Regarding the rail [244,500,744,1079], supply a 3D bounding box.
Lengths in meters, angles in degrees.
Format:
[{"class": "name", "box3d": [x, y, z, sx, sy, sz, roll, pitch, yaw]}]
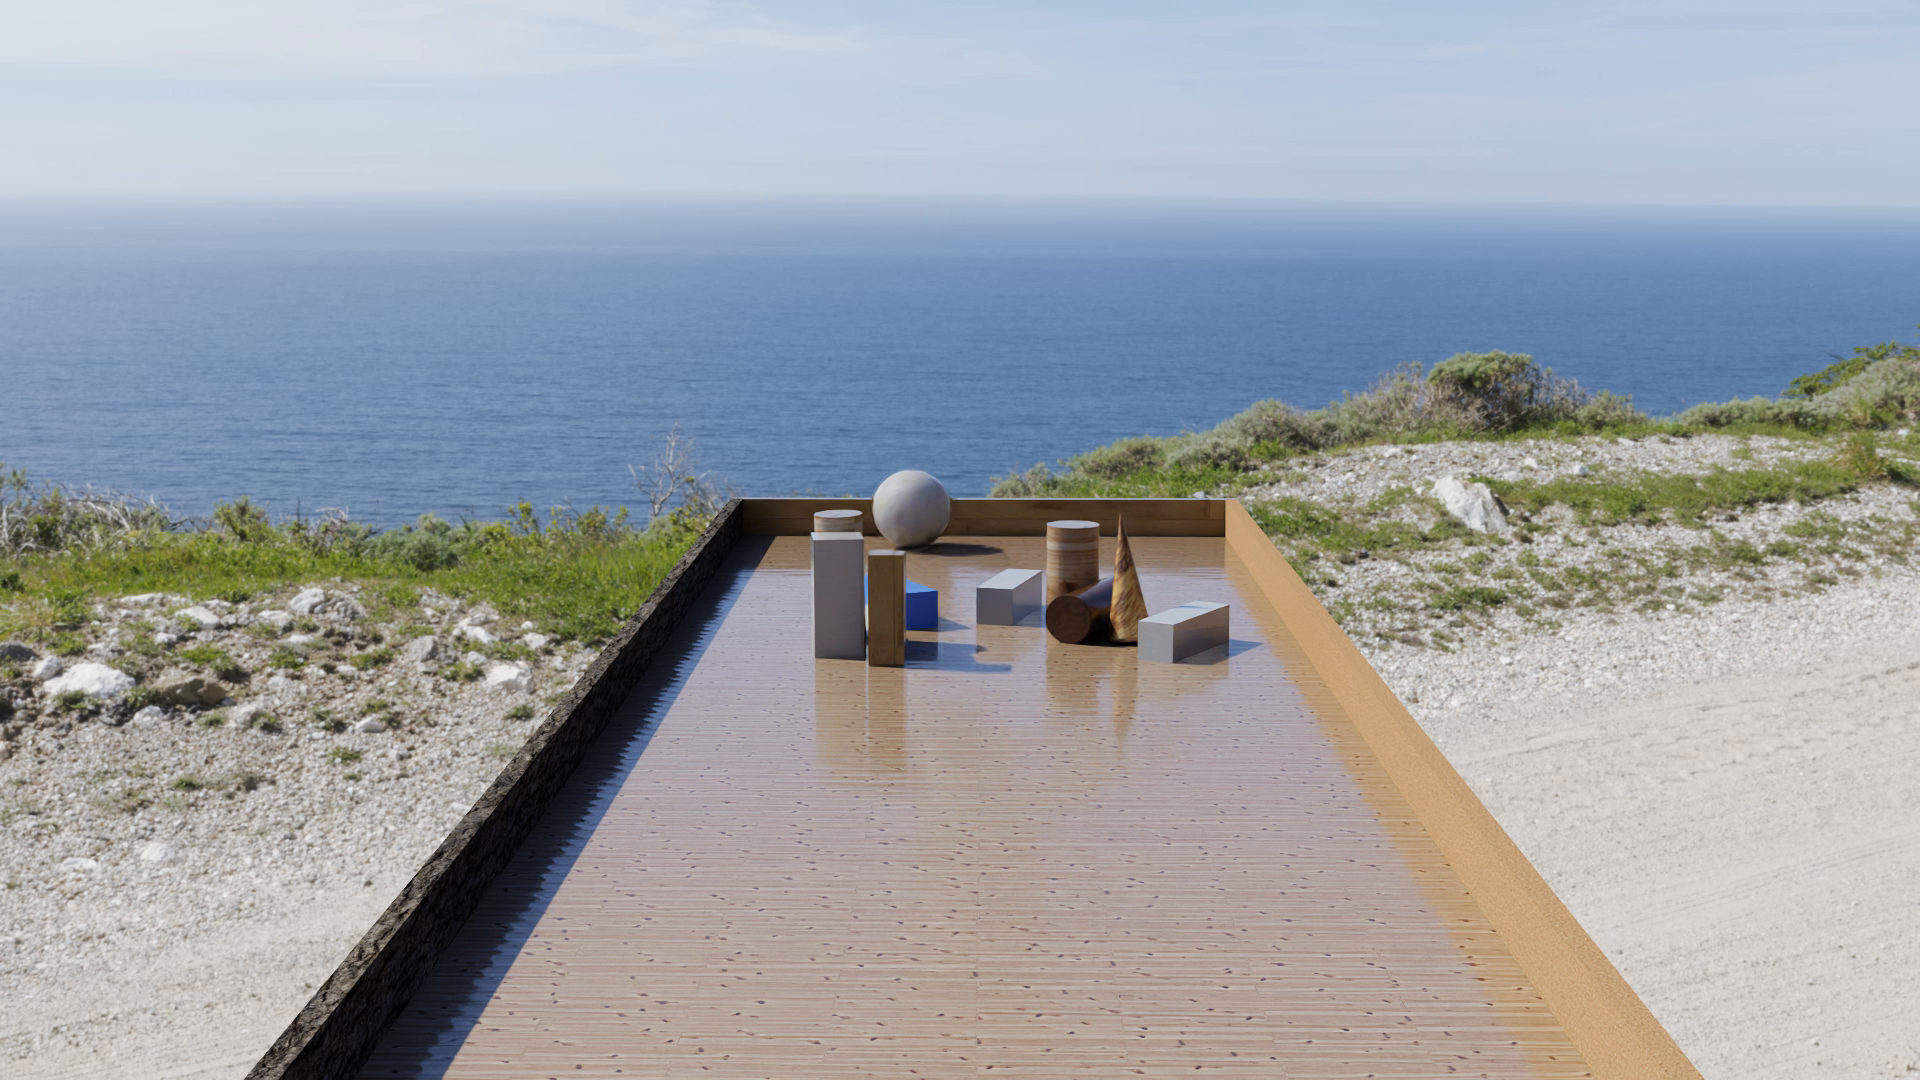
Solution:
[{"class": "rail", "box3d": [-1.004, 0.839, 3.234, 0.050, 0.150, 12.000, 0, 9, 1]}]

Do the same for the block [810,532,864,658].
[{"class": "block", "box3d": [-0.378, 0.168, 6.783, 0.152, 0.366, 0.152, -1, 9, -7]}]

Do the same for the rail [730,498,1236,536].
[{"class": "rail", "box3d": [0.099, -0.098, 9.147, 2.100, 0.150, 0.050, 0, 9, 1]}]

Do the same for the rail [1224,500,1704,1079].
[{"class": "rail", "box3d": [1.046, 0.843, 3.208, 0.050, 0.150, 12.000, 0, 9, 1]}]

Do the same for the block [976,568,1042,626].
[{"class": "block", "box3d": [0.168, 0.191, 7.411, 0.123, 0.123, 0.381, 3, 9, 17]}]

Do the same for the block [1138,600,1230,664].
[{"class": "block", "box3d": [0.698, 0.284, 6.838, 0.119, 0.119, 0.394, 6, 11, 32]}]

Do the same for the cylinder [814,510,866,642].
[{"class": "cylinder", "box3d": [-0.378, 0.119, 6.939, 0.152, 0.409, 0.152, -1, 10, 0]}]

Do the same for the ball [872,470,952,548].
[{"class": "ball", "box3d": [-0.193, -0.124, 8.790, 0.314, 0.314, 0.314, 0, 9, 0]}]

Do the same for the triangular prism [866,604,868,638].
[{"class": "triangular prism", "box3d": [-0.309, 0.250, 7.134, 0.102, 0.089, 0.383, -5, 10, -28]}]

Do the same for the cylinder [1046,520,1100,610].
[{"class": "cylinder", "box3d": [0.377, 0.103, 7.354, 0.176, 0.315, 0.176, 0, 9, 0]}]

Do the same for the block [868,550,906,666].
[{"class": "block", "box3d": [-0.219, 0.205, 6.637, 0.106, 0.337, 0.106, 1, 8, 3]}]

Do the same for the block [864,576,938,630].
[{"class": "block", "box3d": [-0.209, 0.204, 7.333, 0.121, 0.121, 0.362, -5, 10, -26]}]

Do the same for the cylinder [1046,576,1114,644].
[{"class": "cylinder", "box3d": [0.433, 0.222, 7.113, 0.156, 0.156, 0.415, 5, 10, 26]}]

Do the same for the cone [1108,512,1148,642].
[{"class": "cone", "box3d": [0.523, 0.110, 6.958, 0.148, 0.411, 0.148, -5, 4, 0]}]
